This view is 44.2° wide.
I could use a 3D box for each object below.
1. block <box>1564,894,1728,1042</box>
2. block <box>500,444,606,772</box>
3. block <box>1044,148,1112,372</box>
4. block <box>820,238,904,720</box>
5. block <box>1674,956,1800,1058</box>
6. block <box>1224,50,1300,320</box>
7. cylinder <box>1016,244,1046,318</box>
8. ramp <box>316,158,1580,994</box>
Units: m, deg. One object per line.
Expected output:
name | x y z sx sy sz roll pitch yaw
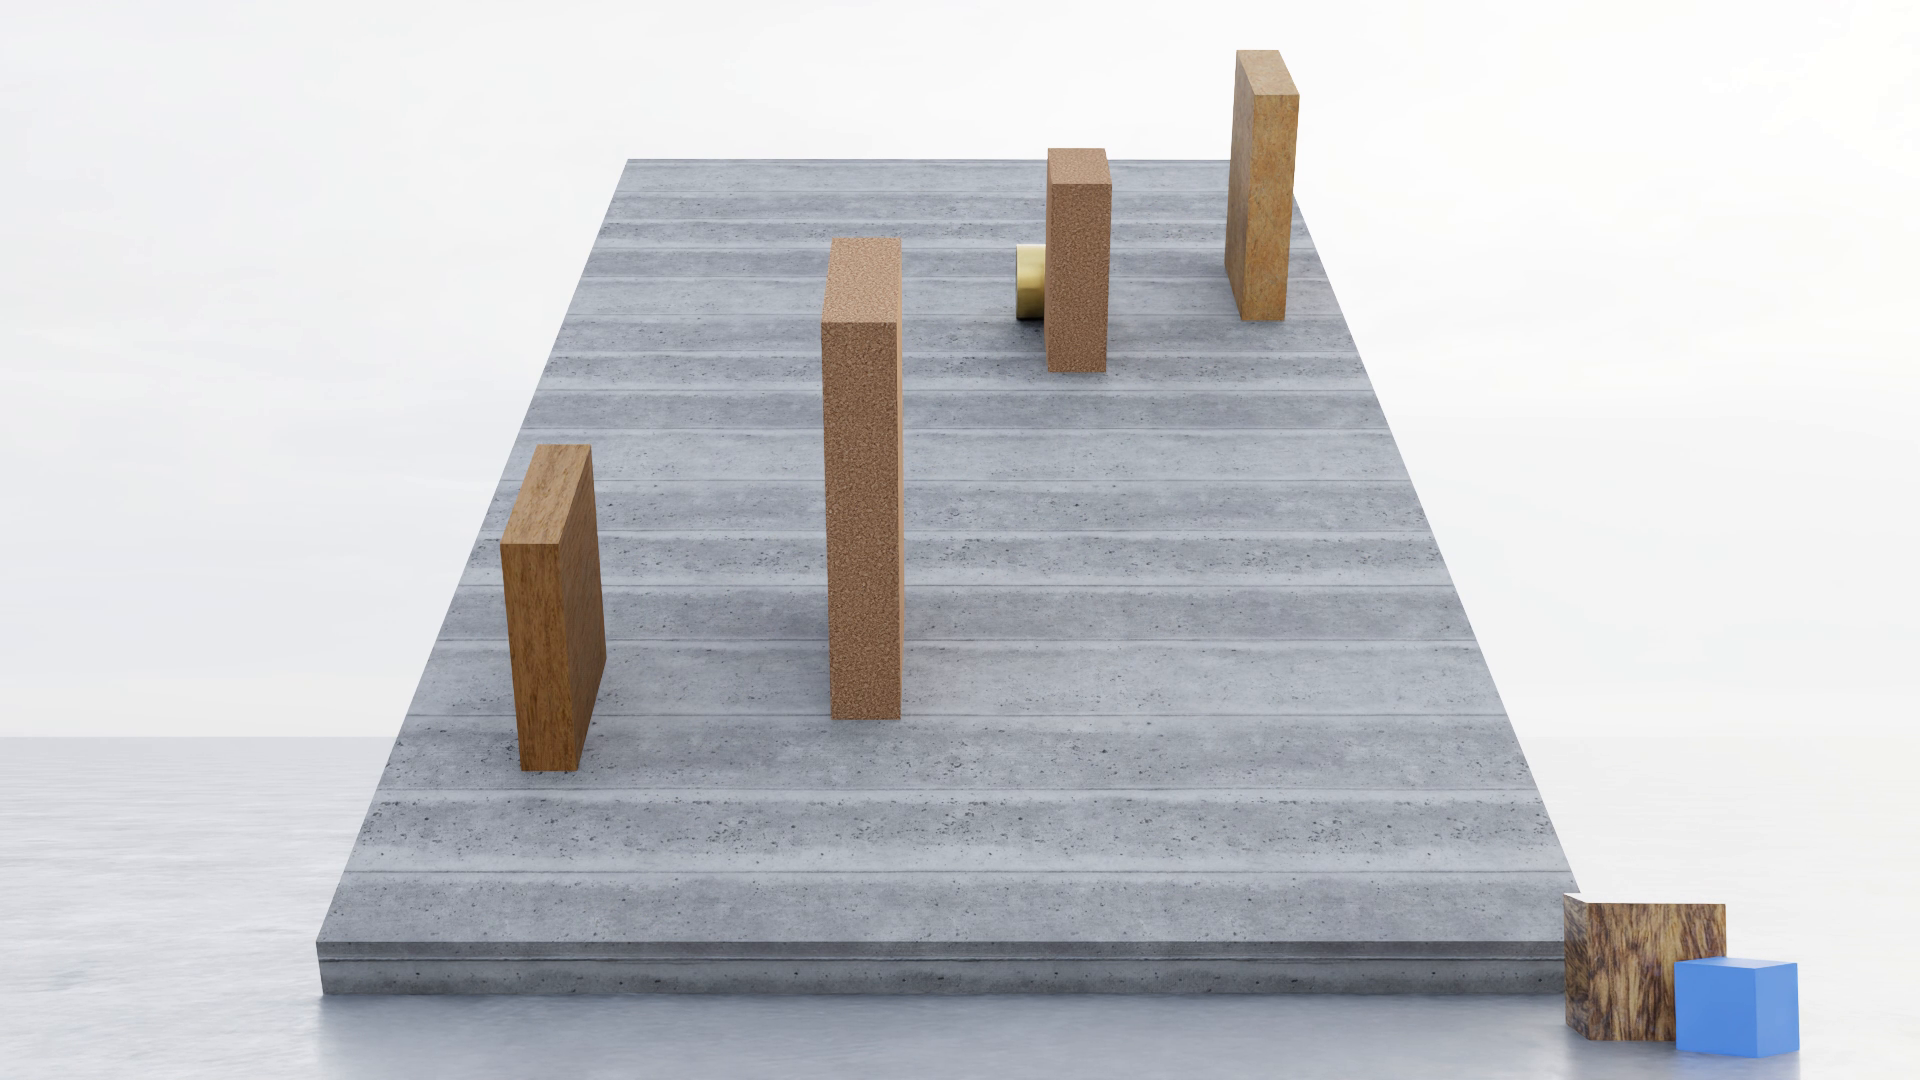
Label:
block | 0.939 0.584 3.250 0.182 0.182 0.182 0 -5 5
block | -0.716 0.115 4.199 0.097 0.443 0.400 0 27 0
block | 0.284 -0.682 5.757 0.141 0.476 0.280 0 27 0
block | -0.170 -0.113 4.295 0.126 0.768 0.423 0 27 0
block | 1.009 0.605 3.071 0.112 0.112 0.112 4 -6 -44
block | 0.775 -0.919 6.105 0.111 0.590 0.422 0 27 0
cylinder | 0.238 -0.659 6.030 0.189 0.189 0.189 0 -5 0
ramp | -0.010 -0.227 5.491 2.000 0.100 4.000 0 27 0
